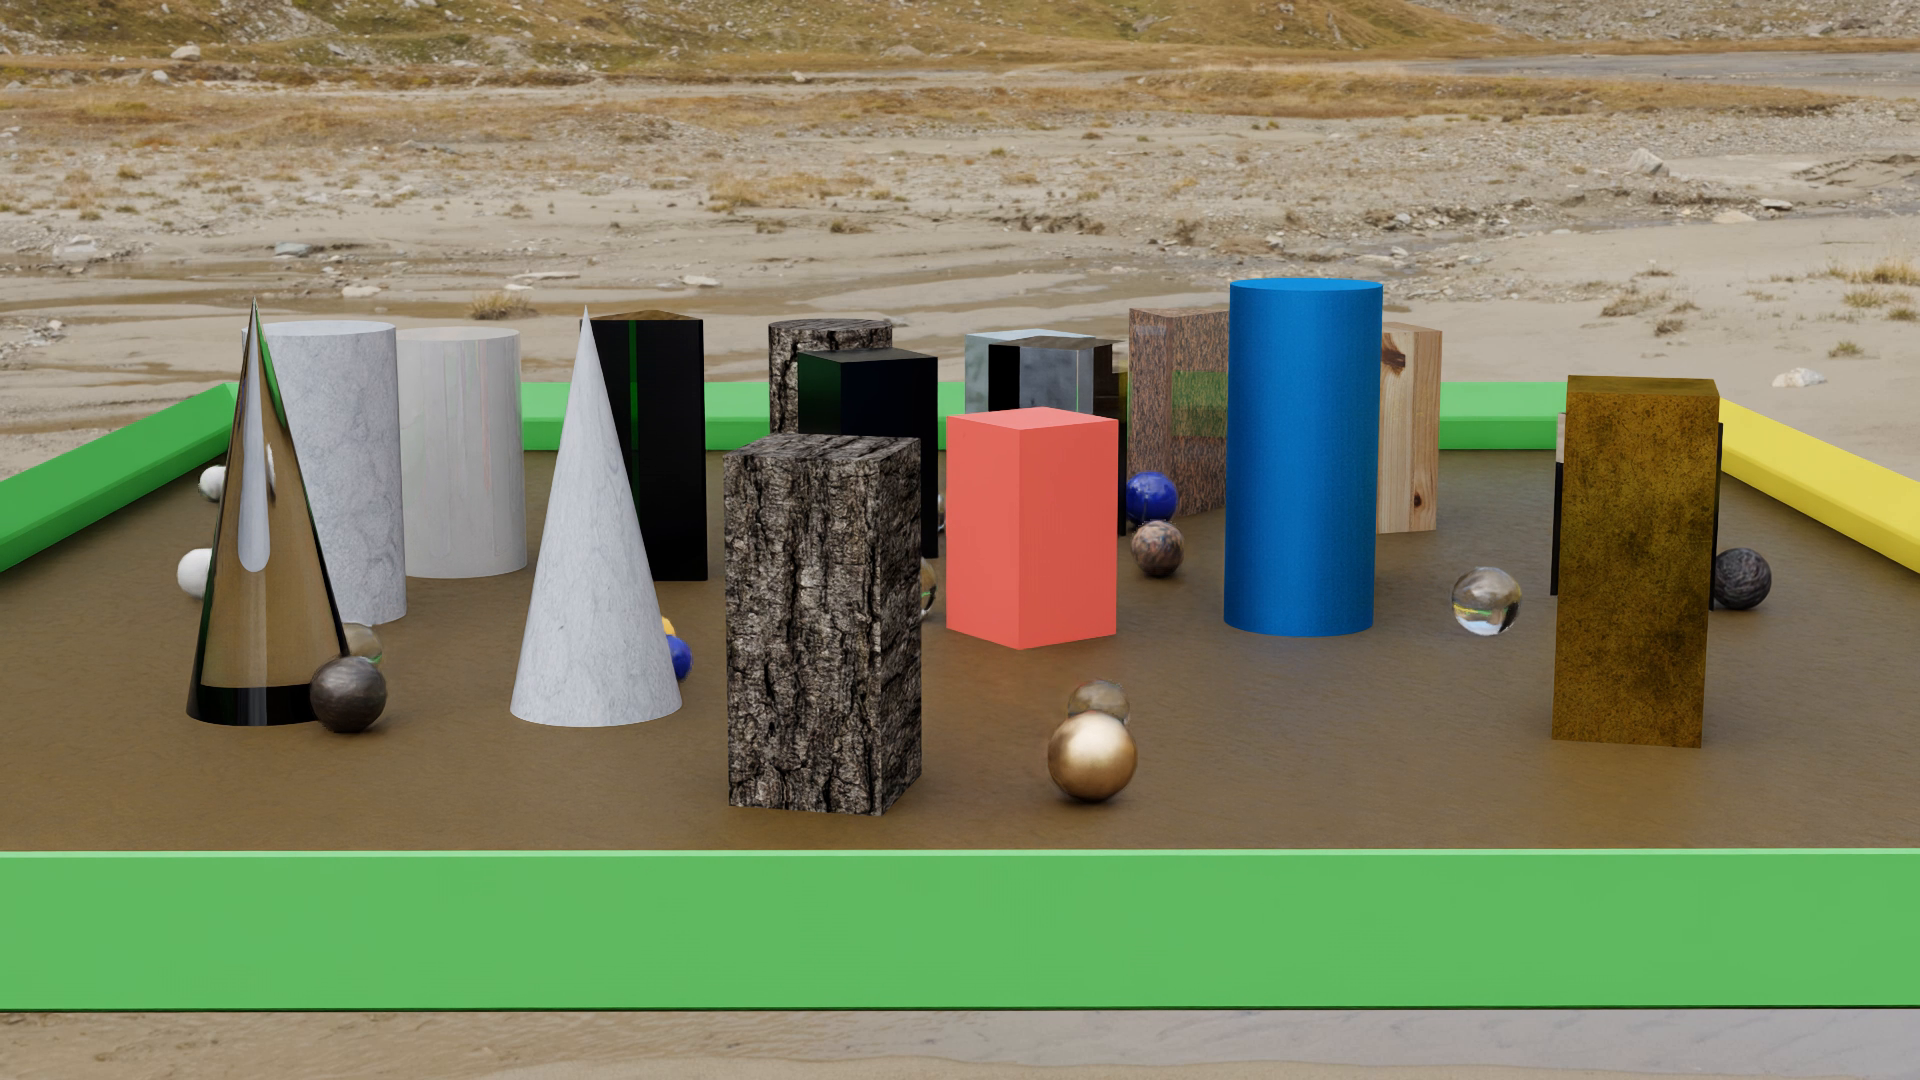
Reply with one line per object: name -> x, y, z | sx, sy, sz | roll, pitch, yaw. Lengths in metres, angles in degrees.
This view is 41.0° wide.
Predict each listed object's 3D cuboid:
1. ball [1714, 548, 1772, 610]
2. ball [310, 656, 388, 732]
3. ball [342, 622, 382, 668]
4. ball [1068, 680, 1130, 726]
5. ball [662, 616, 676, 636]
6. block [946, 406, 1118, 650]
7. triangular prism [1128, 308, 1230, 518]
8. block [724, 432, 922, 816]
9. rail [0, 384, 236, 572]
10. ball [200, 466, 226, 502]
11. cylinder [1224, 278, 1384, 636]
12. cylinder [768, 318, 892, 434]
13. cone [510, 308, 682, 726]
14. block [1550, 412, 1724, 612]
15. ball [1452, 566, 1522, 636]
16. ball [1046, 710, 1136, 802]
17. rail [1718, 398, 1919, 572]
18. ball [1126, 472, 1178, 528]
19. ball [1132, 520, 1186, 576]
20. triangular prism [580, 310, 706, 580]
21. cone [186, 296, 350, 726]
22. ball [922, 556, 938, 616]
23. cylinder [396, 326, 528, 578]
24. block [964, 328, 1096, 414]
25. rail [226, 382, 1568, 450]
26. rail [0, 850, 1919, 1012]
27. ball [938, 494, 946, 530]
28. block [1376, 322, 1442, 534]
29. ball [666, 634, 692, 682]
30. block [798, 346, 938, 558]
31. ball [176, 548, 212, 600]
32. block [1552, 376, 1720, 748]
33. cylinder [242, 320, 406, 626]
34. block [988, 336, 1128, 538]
ball -> 1.056, 0.052, 3.472 | 0.084, 0.084, 0.084 | 0, 10, 0
ball -> -0.676, 0.170, 2.836 | 0.083, 0.083, 0.083 | 0, 10, 0
ball -> -0.726, 0.134, 3.060 | 0.072, 0.072, 0.072 | 0, 10, 0
ball -> 0.151, 0.186, 2.791 | 0.069, 0.069, 0.069 | 0, 10, 0
ball -> -0.381, 0.122, 3.143 | 0.066, 0.066, 0.066 | 0, 10, 0
block -> 0.092, -0.019, 3.317 | 0.157, 0.280, 0.157 | -7, 13, -35
triangular prism -> 0.339, -0.216, 4.248 | 0.148, 0.328, 0.170 | 9, 14, 41
block -> -0.135, 0.081, 2.580 | 0.157, 0.353, 0.157 | 3, 11, 13
rail -> -1.371, 0.034, 3.441 | 0.045, 0.128, 2.971 | 0, 10, 0
ball -> -1.250, -0.095, 4.326 | 0.061, 0.061, 0.061 | 0, 10, 0
cylinder -> 0.449, -0.112, 3.364 | 0.197, 0.446, 0.197 | 0, 10, 0
cylinder -> -0.206, -0.185, 4.103 | 0.197, 0.320, 0.197 | 0, 10, 0
cone -> -0.419, -0.037, 2.914 | 0.197, 0.462, 0.197 | 0, 10, 0
block -> 0.919, -0.039, 3.491 | 0.157, 0.256, 0.157 | -3, 11, -17
ball -> 0.680, 0.078, 3.314 | 0.090, 0.090, 0.090 | 0, 10, 0
ball -> 0.132, 0.216, 2.568 | 0.090, 0.090, 0.090 | 0, 10, 0
rail -> 1.371, 0.031, 3.457 | 0.045, 0.128, 2.971 | 0, 10, 0
ball -> 0.300, -0.063, 4.074 | 0.091, 0.091, 0.091 | 0, 10, 0
ball -> 0.286, 0.012, 3.700 | 0.080, 0.080, 0.080 | 0, 10, 0
triangular prism -> -0.448, -0.139, 3.707 | 0.170, 0.374, 0.148 | 0, 10, 0
cone -> -0.790, -0.044, 2.915 | 0.197, 0.475, 0.197 | 0, 10, 0
ball -> -0.077, 0.061, 3.390 | 0.097, 0.097, 0.097 | 0, 10, 0
cylinder -> -0.737, -0.131, 3.750 | 0.197, 0.343, 0.197 | 0, 10, 0
block -> 0.118, -0.210, 4.355 | 0.157, 0.276, 0.157 | -8, 13, -36
rail -> -0.008, -0.233, 4.886 | 2.790, 0.128, 0.045 | 0, 10, 0
rail -> 0.008, 0.299, 2.012 | 2.790, 0.128, 0.045 | 0, 10, 0
ball -> -0.050, -0.044, 4.038 | 0.066, 0.066, 0.066 | 0, 10, 0
block -> 0.655, -0.181, 4.089 | 0.157, 0.316, 0.157 | -3, 11, -18
ball -> -0.349, 0.142, 3.052 | 0.059, 0.059, 0.059 | 0, 10, 0
block -> -0.139, -0.128, 3.847 | 0.157, 0.301, 0.157 | -5, 12, -27
ball -> -1.040, 0.047, 3.531 | 0.073, 0.073, 0.073 | 0, 10, 0
block -> 0.742, 0.020, 2.827 | 0.157, 0.382, 0.157 | 3, 11, 13
cylinder -> -0.842, -0.090, 3.407 | 0.197, 0.386, 0.197 | 0, 10, 0
block -> 0.152, -0.153, 3.967 | 0.157, 0.306, 0.157 | 7, 12, 31
